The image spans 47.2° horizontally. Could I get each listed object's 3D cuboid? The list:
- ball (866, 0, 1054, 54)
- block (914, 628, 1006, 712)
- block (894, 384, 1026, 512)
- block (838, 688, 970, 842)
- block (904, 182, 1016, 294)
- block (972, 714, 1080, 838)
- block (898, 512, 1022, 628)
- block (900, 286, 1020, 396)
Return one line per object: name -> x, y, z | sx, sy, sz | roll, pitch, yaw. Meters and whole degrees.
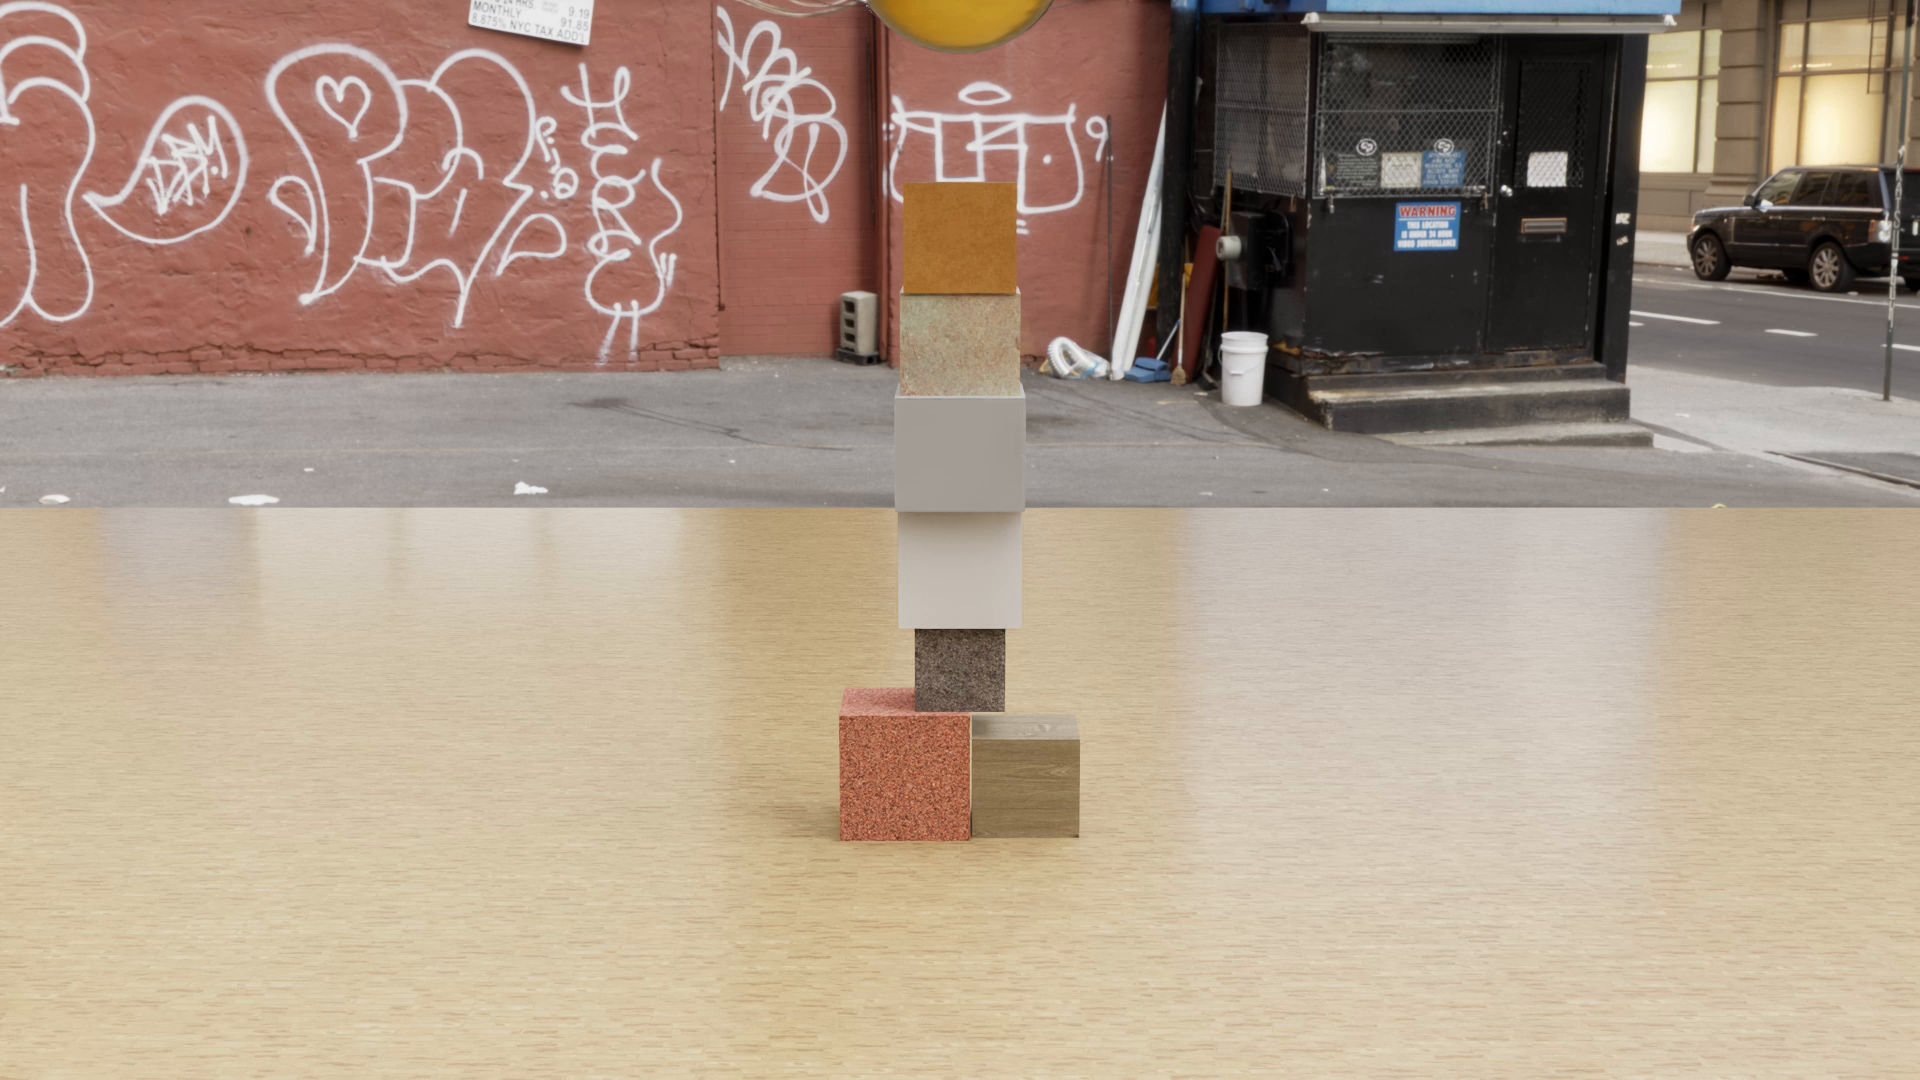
ball -> 0.000, -4.274, 15.643 | 1.600, 1.600, 1.600 | 0, 10, 0
block -> 0.000, 0.612, 11.294 | 0.457, 0.440, 0.450 | 0, 10, 0
block -> 0.000, -0.475, 11.088 | 0.640, 0.561, 0.682 | 0, 10, 0
block -> -0.279, 1.154, 11.379 | 0.658, 0.658, 0.572 | 0, 10, 0
block -> 0.000, -1.504, 10.896 | 0.549, 0.529, 0.474 | 0, 10, 0
block -> 0.334, 1.219, 11.404 | 0.547, 0.521, 0.489 | 0, 10, 0
block -> 0.000, 0.095, 11.212 | 0.616, 0.606, 0.550 | 0, 10, 0
block -> 0.000, -1.002, 11.016 | 0.590, 0.502, 0.506 | 0, 10, 0
